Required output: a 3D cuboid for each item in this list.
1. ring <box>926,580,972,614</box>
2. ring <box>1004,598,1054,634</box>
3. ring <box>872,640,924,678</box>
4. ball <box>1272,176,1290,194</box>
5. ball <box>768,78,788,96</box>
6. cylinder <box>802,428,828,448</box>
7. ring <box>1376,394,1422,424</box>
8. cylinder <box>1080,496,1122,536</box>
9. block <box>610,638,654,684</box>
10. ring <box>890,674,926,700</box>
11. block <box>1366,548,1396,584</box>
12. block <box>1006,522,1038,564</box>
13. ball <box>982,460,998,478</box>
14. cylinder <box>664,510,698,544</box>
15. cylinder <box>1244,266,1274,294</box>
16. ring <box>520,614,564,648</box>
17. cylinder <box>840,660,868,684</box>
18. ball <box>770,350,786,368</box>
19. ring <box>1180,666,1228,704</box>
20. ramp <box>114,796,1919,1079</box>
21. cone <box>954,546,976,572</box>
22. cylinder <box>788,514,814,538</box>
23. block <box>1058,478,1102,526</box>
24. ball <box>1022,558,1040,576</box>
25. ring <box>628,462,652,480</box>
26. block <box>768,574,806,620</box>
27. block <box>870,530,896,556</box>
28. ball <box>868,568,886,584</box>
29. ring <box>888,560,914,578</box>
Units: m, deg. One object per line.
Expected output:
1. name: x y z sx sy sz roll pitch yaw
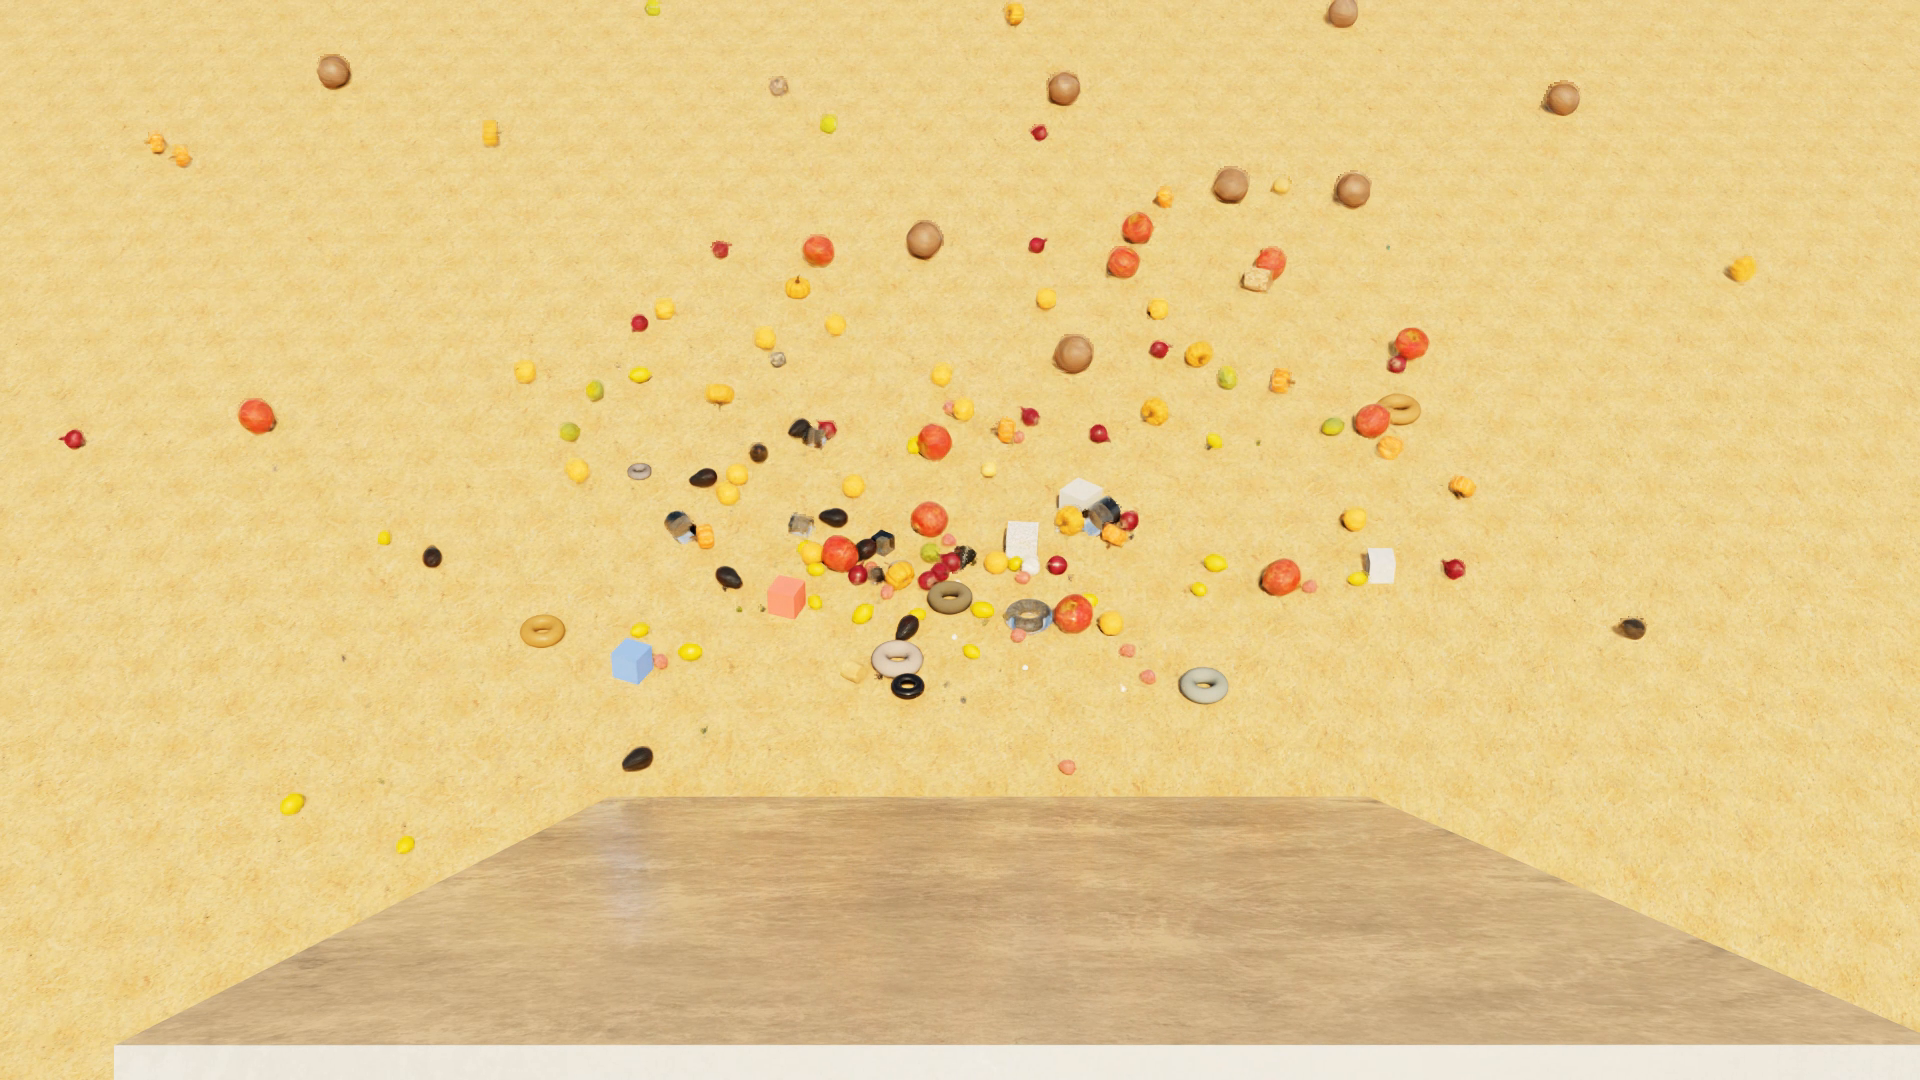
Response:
1. ring: -0.030 0.170 7.656 0.135 0.045 0.135 -1 36 0
2. ring: 0.201 0.223 7.579 0.143 0.048 0.143 -1 36 1
3. ring: -0.179 0.340 7.408 0.150 0.050 0.150 1 34 -1
4. ball: 1.212 -1.337 9.796 0.067 0.067 0.067 0 35 0
5. ball: -0.734 -1.829 10.492 0.077 0.077 0.077 0 35 0
6. cylinder: -0.467 -0.328 8.355 0.060 0.060 0.060 13 37 18
7. ring: 1.437 -0.428 8.510 0.146 0.049 0.146 0 36 0
8. cylinder: 0.430 -0.071 7.960 0.093 0.093 0.093 25 42 31
9. block: -0.930 0.344 7.371 0.084 0.084 0.084 15 38 21
10. ring: -0.147 0.412 7.319 0.098 0.033 0.098 0 38 0
11. block: 1.257 0.077 7.762 0.075 0.075 0.075 0 35 0
12. block: 0.189 0.009 7.844 0.093 0.093 0.093 3 35 4
13. ball: 0.092 -0.225 8.215 0.051 0.051 0.051 0 35 0
14. cylinder: -0.852 -0.040 7.930 0.076 0.076 0.076 -18 39 -24
15. cylinder: 1.056 -0.921 9.186 0.082 0.082 0.082 13 37 18
16. ring: -1.210 0.263 7.524 0.130 0.043 0.130 1 36 0
17. cylinder: -0.300 0.373 7.356 0.053 0.053 0.053 24 41 30
18. ball: -0.614 -0.610 8.763 0.056 0.056 0.056 0 35 0
19. ring: 0.687 0.409 7.312 0.139 0.046 0.139 1 36 0
20. ramp: 0.077 0.663 4.830 2.000 0.100 4.000 0 -2 0
21. cone: 0.008 0.065 7.817 0.071 0.071 0.071 6 68 9
22. cylinder: -0.486 -0.043 7.947 0.060 0.060 0.060 12 37 17
23. block: 0.373 -0.118 8.023 0.095 0.095 0.095 25 42 32
24. ball: 0.212 0.080 7.773 0.057 0.057 0.057 0 35 0
25. ring: -1.015 -0.217 8.227 0.078 0.026 0.078 -1 36 1
26. block: -0.509 0.168 7.624 0.085 0.085 0.085 12 37 17
27. block: -0.234 0.010 7.878 0.052 0.052 0.052 24 41 30
28. ball: -0.248 0.107 7.739 0.053 0.053 0.053 0 35 0
29. ring: -0.178 0.087 7.792 0.075 0.025 0.075 1 36 -1
